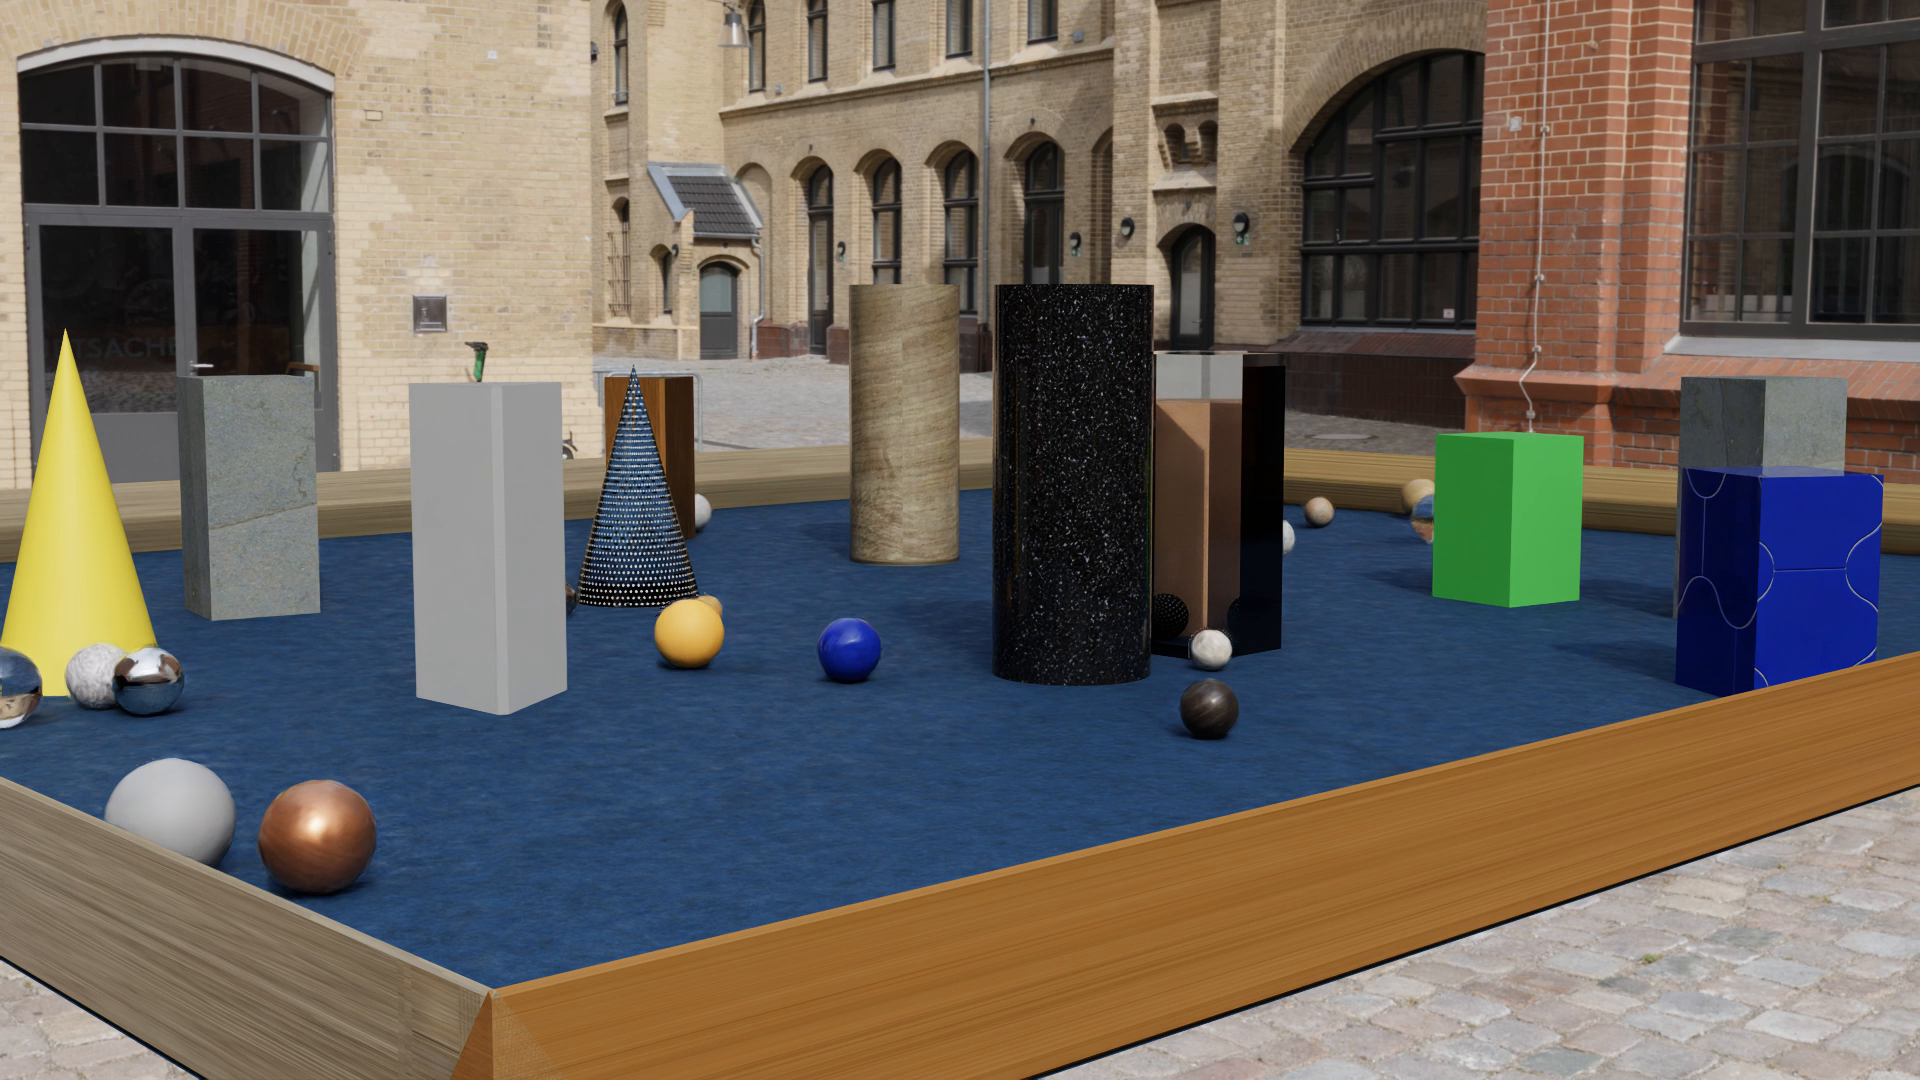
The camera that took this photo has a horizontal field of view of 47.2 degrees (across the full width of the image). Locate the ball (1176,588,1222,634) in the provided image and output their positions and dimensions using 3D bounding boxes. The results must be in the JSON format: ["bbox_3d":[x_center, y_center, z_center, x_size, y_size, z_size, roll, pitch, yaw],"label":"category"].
[{"bbox_3d":[0.330,0.098,3.032,0.063,0.063,0.063,0,6,0],"label":"ball"}]

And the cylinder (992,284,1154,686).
[{"bbox_3d":[0.137,-0.073,2.685,0.196,0.474,0.196,0,6,0],"label":"cylinder"}]

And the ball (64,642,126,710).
[{"bbox_3d":[-0.961,0.152,2.459,0.075,0.075,0.075,0,6,0],"label":"ball"}]

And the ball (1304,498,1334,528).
[{"bbox_3d":[0.736,-0.056,4.508,0.062,0.062,0.062,0,6,0],"label":"ball"}]

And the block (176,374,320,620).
[{"bbox_3d":[-1.052,-0.067,3.250,0.157,0.347,0.157,-4,7,-33],"label":"block"}]

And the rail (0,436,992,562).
[{"bbox_3d":[-1.038,-0.084,4.451,3.461,0.127,0.045,-5,8,-42],"label":"rail"}]

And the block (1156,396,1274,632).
[{"bbox_3d":[0.360,-0.041,3.126,0.157,0.319,0.157,1,6,5],"label":"block"}]

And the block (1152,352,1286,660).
[{"bbox_3d":[0.313,-0.050,2.879,0.157,0.388,0.157,6,8,44],"label":"block"}]

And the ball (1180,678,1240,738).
[{"bbox_3d":[0.260,0.176,2.293,0.062,0.062,0.062,0,6,0],"label":"ball"}]

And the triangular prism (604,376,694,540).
[{"bbox_3d":[-0.573,-0.157,4.255,0.170,0.316,0.147,5,8,42],"label":"triangular prism"}]

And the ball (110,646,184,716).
[{"bbox_3d":[-0.894,0.155,2.421,0.076,0.076,0.076,0,6,0],"label":"ball"}]

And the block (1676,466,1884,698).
[{"bbox_3d":[0.950,0.049,2.557,0.157,0.258,0.157,-2,6,-14],"label":"block"}]

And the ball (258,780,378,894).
[{"bbox_3d":[-0.491,0.227,1.682,0.087,0.087,0.087,0,6,0],"label":"ball"}]

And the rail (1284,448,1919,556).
[{"bbox_3d":[1.255,-0.087,4.483,0.045,0.127,3.109,-5,8,-42],"label":"rail"}]

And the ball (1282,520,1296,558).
[{"bbox_3d":[0.560,-0.002,3.919,0.077,0.077,0.077,0,6,0],"label":"ball"}]

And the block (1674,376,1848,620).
[{"bbox_3d":[1.136,-0.056,3.127,0.157,0.349,0.157,-3,7,-26],"label":"block"}]

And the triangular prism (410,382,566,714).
[{"bbox_3d":[-0.515,0.001,2.518,0.170,0.361,0.147,6,8,43],"label":"triangular prism"}]

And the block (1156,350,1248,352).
[{"bbox_3d":[0.459,-0.183,4.268,0.157,0.365,0.157,2,6,22],"label":"block"}]

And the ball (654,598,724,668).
[{"bbox_3d":[-0.337,0.117,2.737,0.087,0.087,0.087,0,6,0],"label":"ball"}]

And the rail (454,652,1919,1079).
[{"bbox_3d":[1.038,0.150,2.213,3.461,0.127,0.045,-5,8,-42],"label":"rail"}]

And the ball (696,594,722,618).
[{"bbox_3d":[-0.358,0.100,3.107,0.044,0.044,0.044,0,6,0],"label":"ball"}]

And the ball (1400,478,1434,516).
[{"bbox_3d":[0.982,-0.088,4.686,0.088,0.088,0.088,0,6,0],"label":"ball"}]

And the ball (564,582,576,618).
[{"bbox_3d":[-0.581,0.086,3.166,0.058,0.058,0.058,0,6,0],"label":"ball"}]

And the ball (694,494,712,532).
[{"bbox_3d":[-0.537,-0.054,4.403,0.080,0.080,0.080,0,6,0],"label":"ball"}]

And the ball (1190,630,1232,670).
[{"bbox_3d":[0.311,0.136,2.722,0.051,0.051,0.051,0,6,0],"label":"ball"}]

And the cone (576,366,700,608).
[{"bbox_3d":[-0.499,-0.089,3.379,0.196,0.363,0.196,0,6,0],"label":"cone"}]

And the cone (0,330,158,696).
[{"bbox_3d":[-1.057,-0.040,2.621,0.196,0.423,0.196,0,6,0],"label":"cone"}]

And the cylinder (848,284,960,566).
[{"bbox_3d":[-0.099,-0.207,3.906,0.196,0.488,0.196,0,6,0],"label":"cylinder"}]

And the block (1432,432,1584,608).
[{"bbox_3d":[0.845,-0.035,3.395,0.157,0.253,0.157,-4,7,-34],"label":"block"}]

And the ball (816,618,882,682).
[{"bbox_3d":[-0.133,0.131,2.642,0.077,0.077,0.077,0,6,0],"label":"ball"}]

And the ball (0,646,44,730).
[{"bbox_3d":[-1.024,0.157,2.340,0.089,0.089,0.089,0,6,0],"label":"ball"}]

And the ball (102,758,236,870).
[{"bbox_3d":[-0.613,0.219,1.708,0.098,0.098,0.098,0,6,0],"label":"ball"}]

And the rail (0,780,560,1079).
[{"bbox_3d":[-1.255,0.154,2.181,0.045,0.127,3.109,-5,8,-42],"label":"rail"}]

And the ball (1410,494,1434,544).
[{"bbox_3d":[0.911,-0.041,4.208,0.095,0.095,0.095,0,6,0],"label":"ball"}]
